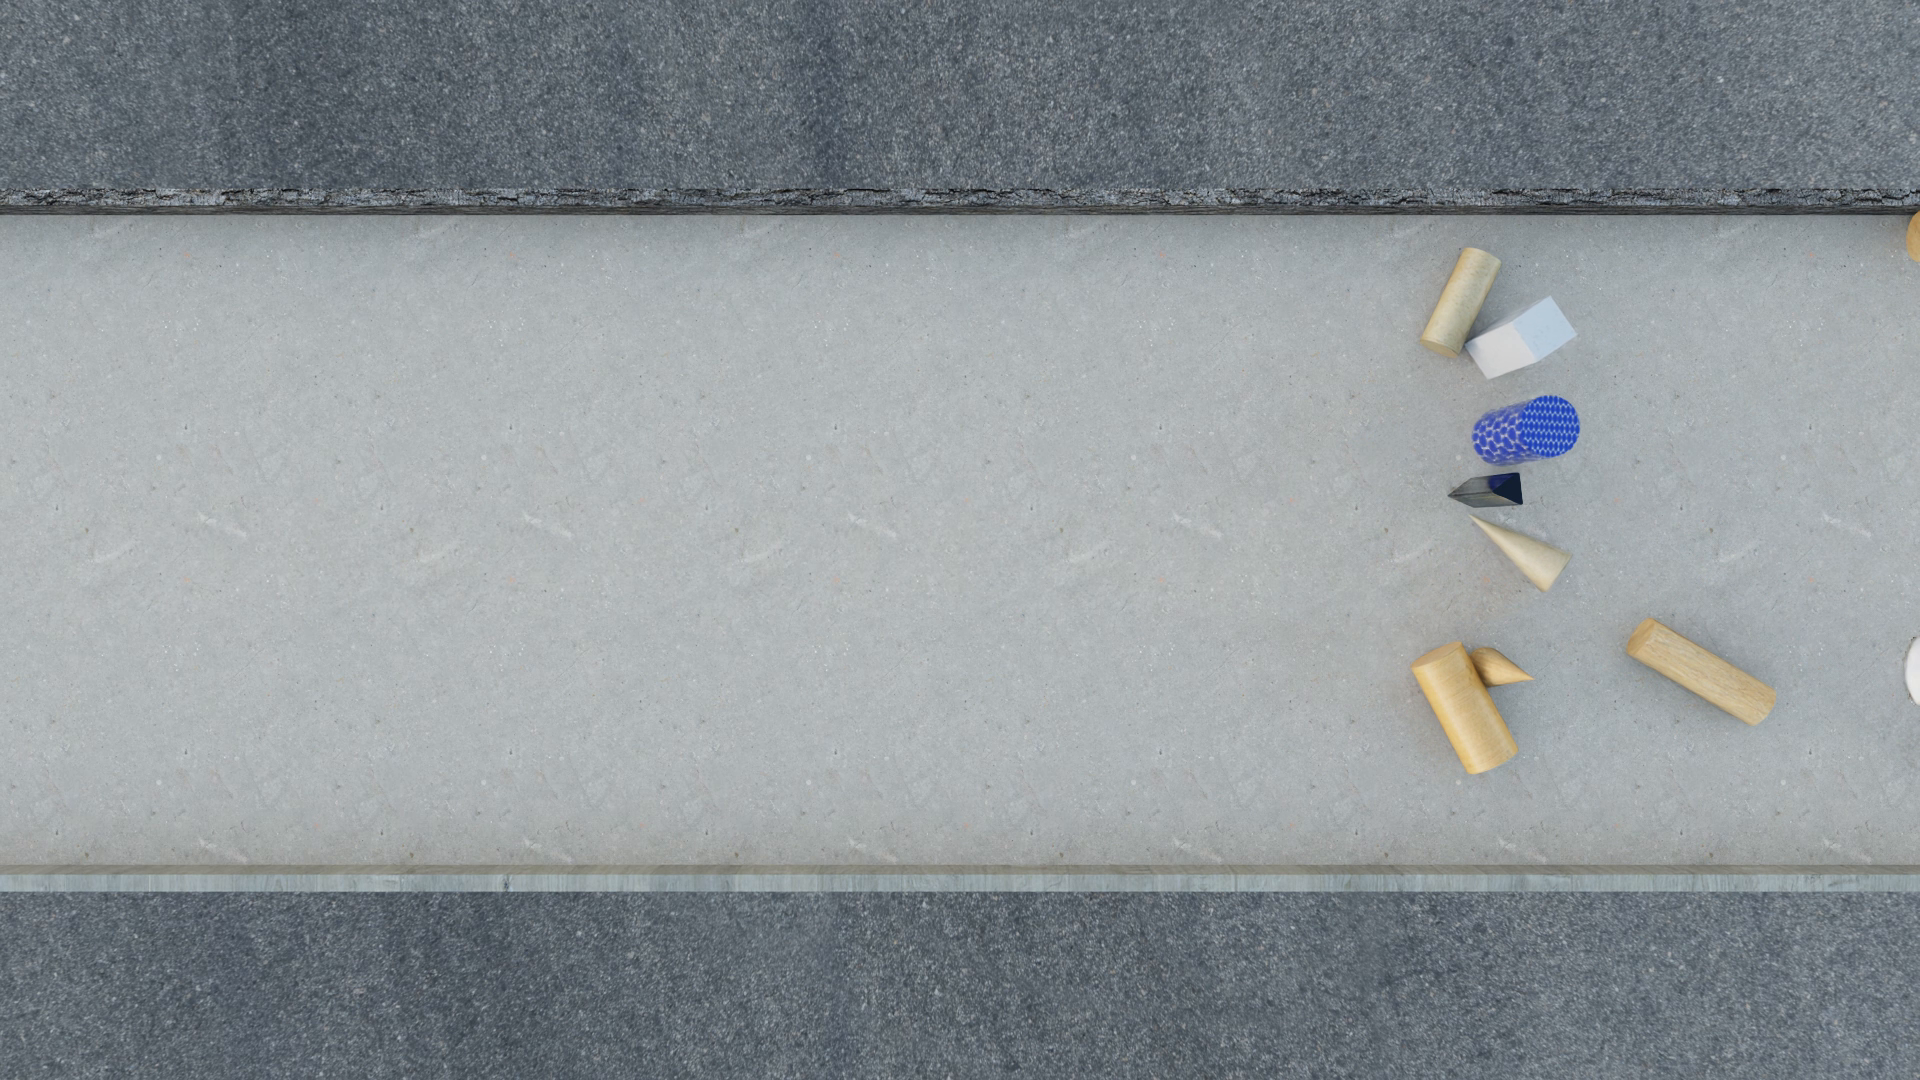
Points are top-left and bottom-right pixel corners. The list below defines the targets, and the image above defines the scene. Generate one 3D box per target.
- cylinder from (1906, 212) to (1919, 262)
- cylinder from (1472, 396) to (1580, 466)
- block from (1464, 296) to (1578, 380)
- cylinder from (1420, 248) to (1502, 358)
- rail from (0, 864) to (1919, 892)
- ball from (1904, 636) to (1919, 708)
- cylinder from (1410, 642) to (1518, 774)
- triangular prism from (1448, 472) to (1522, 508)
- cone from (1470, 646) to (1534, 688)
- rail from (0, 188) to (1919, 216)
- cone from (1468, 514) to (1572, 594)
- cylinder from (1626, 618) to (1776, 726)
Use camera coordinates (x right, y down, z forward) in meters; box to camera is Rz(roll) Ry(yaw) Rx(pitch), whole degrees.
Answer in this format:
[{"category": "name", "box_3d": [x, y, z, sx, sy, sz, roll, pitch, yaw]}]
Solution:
[{"category": "cylinder", "box_3d": [3.121, -0.922, 4.999, 0.415, 0.155, 0.155, 0, 90, 0]}, {"category": "cylinder", "box_3d": [1.671, -0.320, 4.888, 0.176, 0.365, 0.176, 0, 88, -4]}, {"category": "block", "box_3d": [1.639, -0.589, 4.847, 0.134, 0.455, 0.134, -34, 89, 0]}, {"category": "cylinder", "box_3d": [1.523, -0.721, 5.015, 0.123, 0.123, 0.310, 26, 90, 0]}, {"category": "rail", "box_3d": [-2.247, 1.025, 5.001, 12.000, 0.150, 0.050, 0, 90, 0]}, {"category": "ball", "box_3d": [3.008, 0.396, 4.904, 0.346, 0.346, 0.346, 0, 90, 0]}, {"category": "cylinder", "box_3d": [1.526, 0.507, 4.993, 0.169, 0.169, 0.363, -28, 90, 0]}, {"category": "triangular prism", "box_3d": [1.558, -0.154, 4.862, 0.092, 0.430, 0.079, 23, 90, 0]}, {"category": "cone", "box_3d": [1.619, 0.392, 4.860, 0.126, 0.433, 0.126, 0, 90, 0]}, {"category": "rail", "box_3d": [-2.247, -1.025, 5.002, 12.000, 0.150, 0.050, 0, 90, 0]}, {"category": "cone", "box_3d": [1.687, 0.011, 5.041, 0.325, 0.144, 0.144, 36, 90, 12]}, {"category": "cylinder", "box_3d": [2.251, 0.401, 5.011, 0.425, 0.131, 0.131, 30, 90, 0]}]
